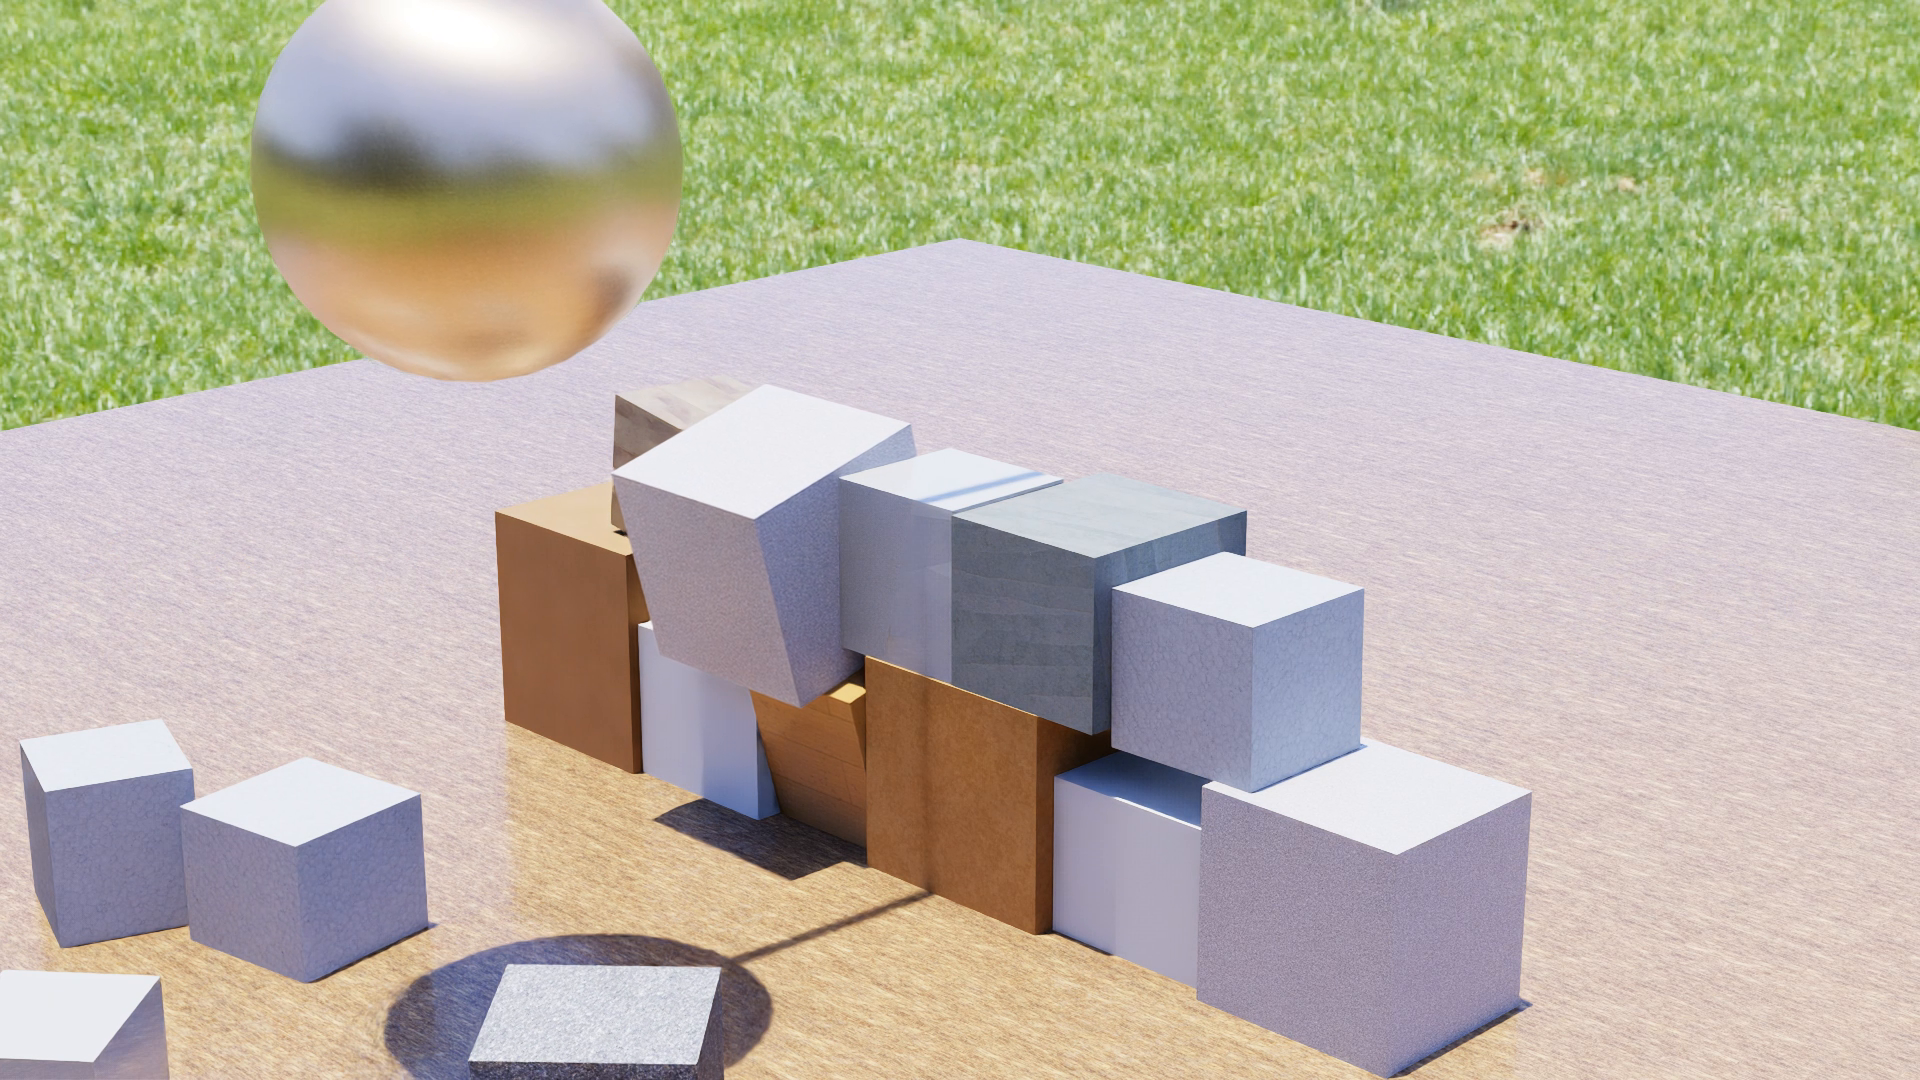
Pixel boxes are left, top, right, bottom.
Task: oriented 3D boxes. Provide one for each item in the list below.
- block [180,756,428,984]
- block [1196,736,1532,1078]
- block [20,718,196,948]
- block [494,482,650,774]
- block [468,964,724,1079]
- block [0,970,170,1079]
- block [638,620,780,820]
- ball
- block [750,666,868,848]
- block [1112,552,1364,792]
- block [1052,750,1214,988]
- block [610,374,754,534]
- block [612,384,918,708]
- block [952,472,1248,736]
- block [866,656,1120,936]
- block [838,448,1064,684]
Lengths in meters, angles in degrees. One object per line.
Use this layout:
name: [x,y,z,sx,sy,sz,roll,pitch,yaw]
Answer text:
block: [-2.850,1.423,12.766,0.734,0.629,0.715,12,21,34]
block: [1.654,1.470,12.067,0.907,0.961,0.983,-17,24,-42]
block: [-3.764,1.291,13.015,0.625,0.732,0.668,-8,19,-25]
block: [-1.632,0.398,15.166,1.054,1.147,1.064,-17,24,-42]
block: [-1.278,2.051,10.495,0.785,0.794,0.754,1,17,2]
block: [-3.279,2.046,10.635,0.599,0.719,0.677,1,18,5]
block: [-0.932,0.777,14.569,0.973,0.781,0.873,-17,24,-42]
ball: [-1.838,-1.391,10.978,1.600,1.600,1.600,0,17,0]
block: [-0.433,0.866,13.910,0.738,0.850,0.723,17,39,43]
block: [1.158,0.536,12.270,0.715,0.706,0.765,-16,23,-42]
block: [0.993,1.380,12.746,0.771,0.725,0.887,-17,24,-42]
block: [-1.243,-0.342,14.474,0.659,0.687,0.701,-13,28,-38]
block: [-0.828,0.007,13.687,1.011,0.988,0.980,17,39,43]
block: [0.605,0.255,12.804,0.971,0.782,0.844,-16,24,-42]
block: [0.287,1.028,13.361,0.954,1.027,1.071,-17,24,-42]
block: [-0.040,0.105,13.249,0.703,0.801,0.724,-17,24,-42]
